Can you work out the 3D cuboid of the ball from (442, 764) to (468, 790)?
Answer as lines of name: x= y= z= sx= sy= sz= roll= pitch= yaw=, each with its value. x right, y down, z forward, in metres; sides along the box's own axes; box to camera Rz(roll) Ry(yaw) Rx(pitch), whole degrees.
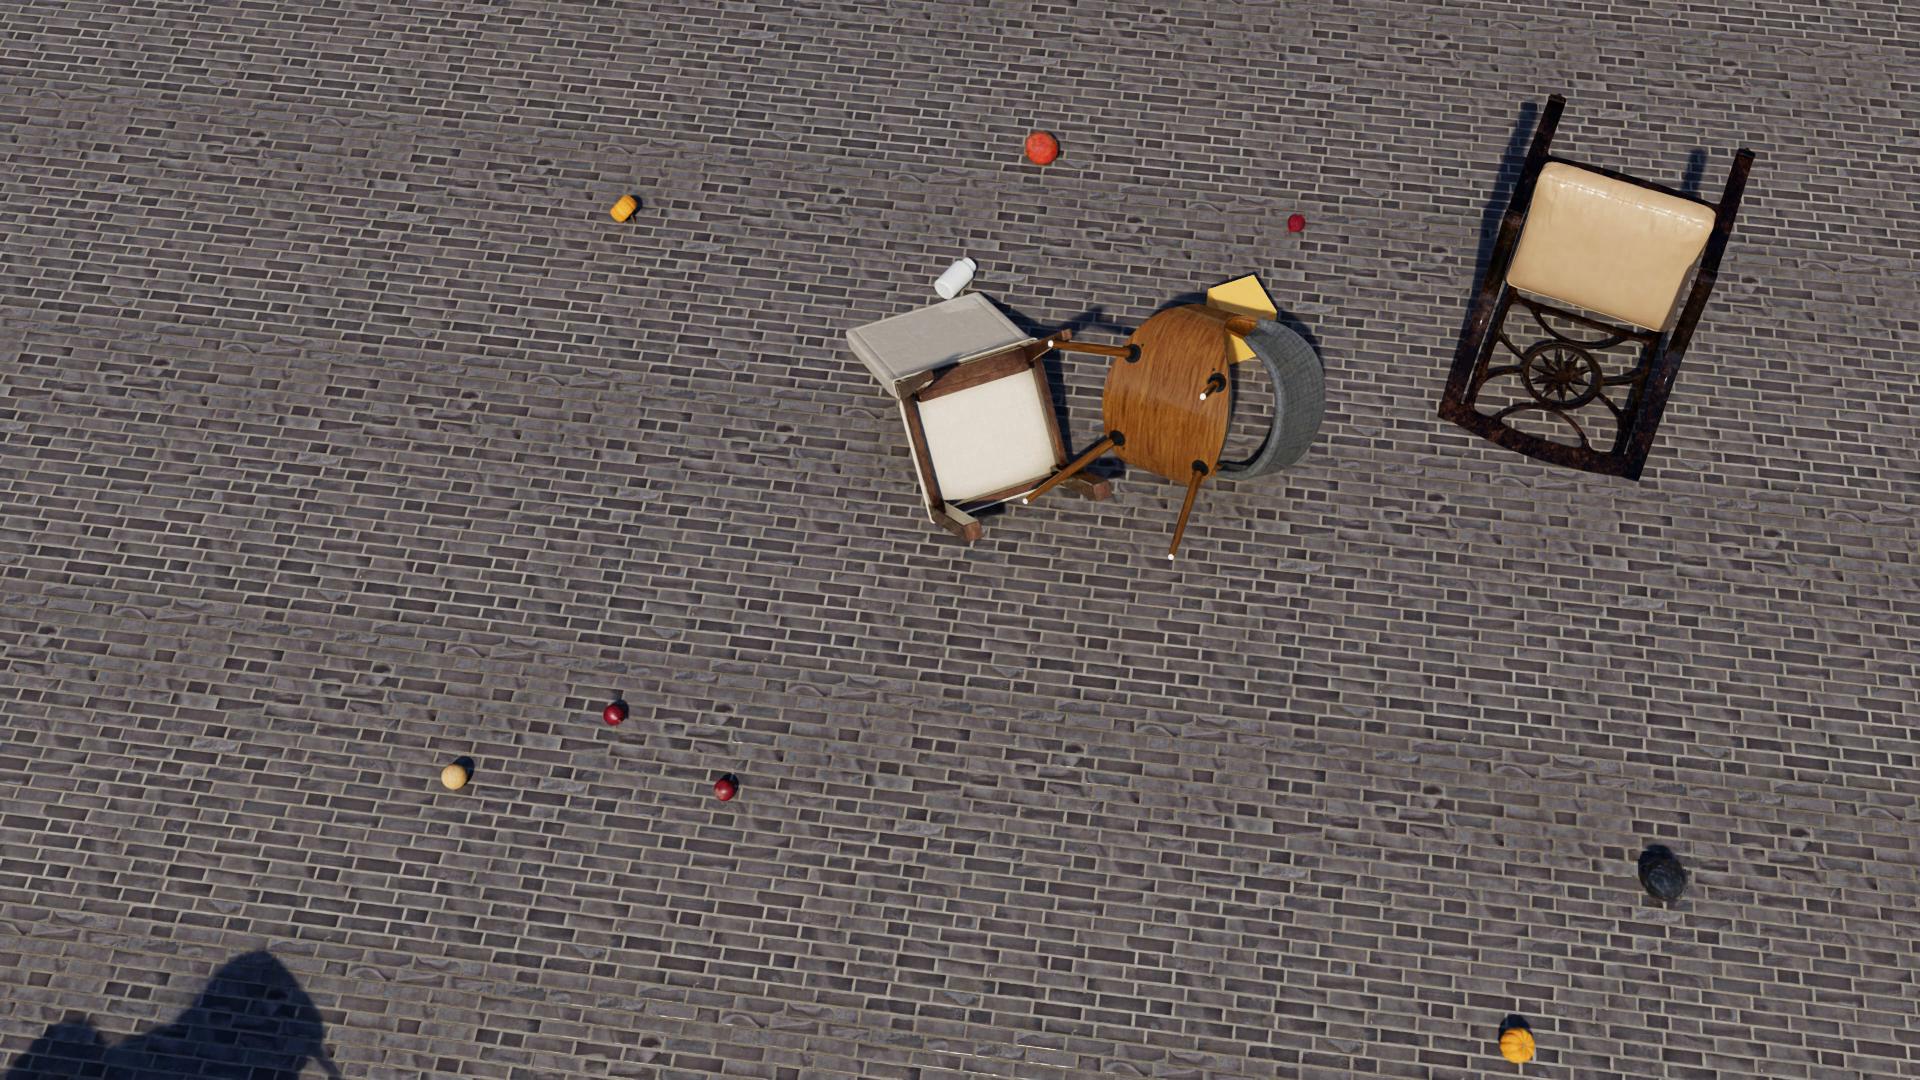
ball: x=-1.400 y=0.655 z=6.091 sx=0.072 sy=0.072 sz=0.072 roll=0 pitch=56 yaw=0

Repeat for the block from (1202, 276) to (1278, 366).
block: x=0.879 y=-0.691 z=6.921 sx=0.157 sy=0.192 sz=0.165 roll=-19 pitch=58 yaw=-12

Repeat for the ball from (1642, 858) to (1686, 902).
ball: x=1.886 y=0.911 z=5.894 sx=0.115 sy=0.115 sz=0.115 roll=0 pitch=56 yaw=0
